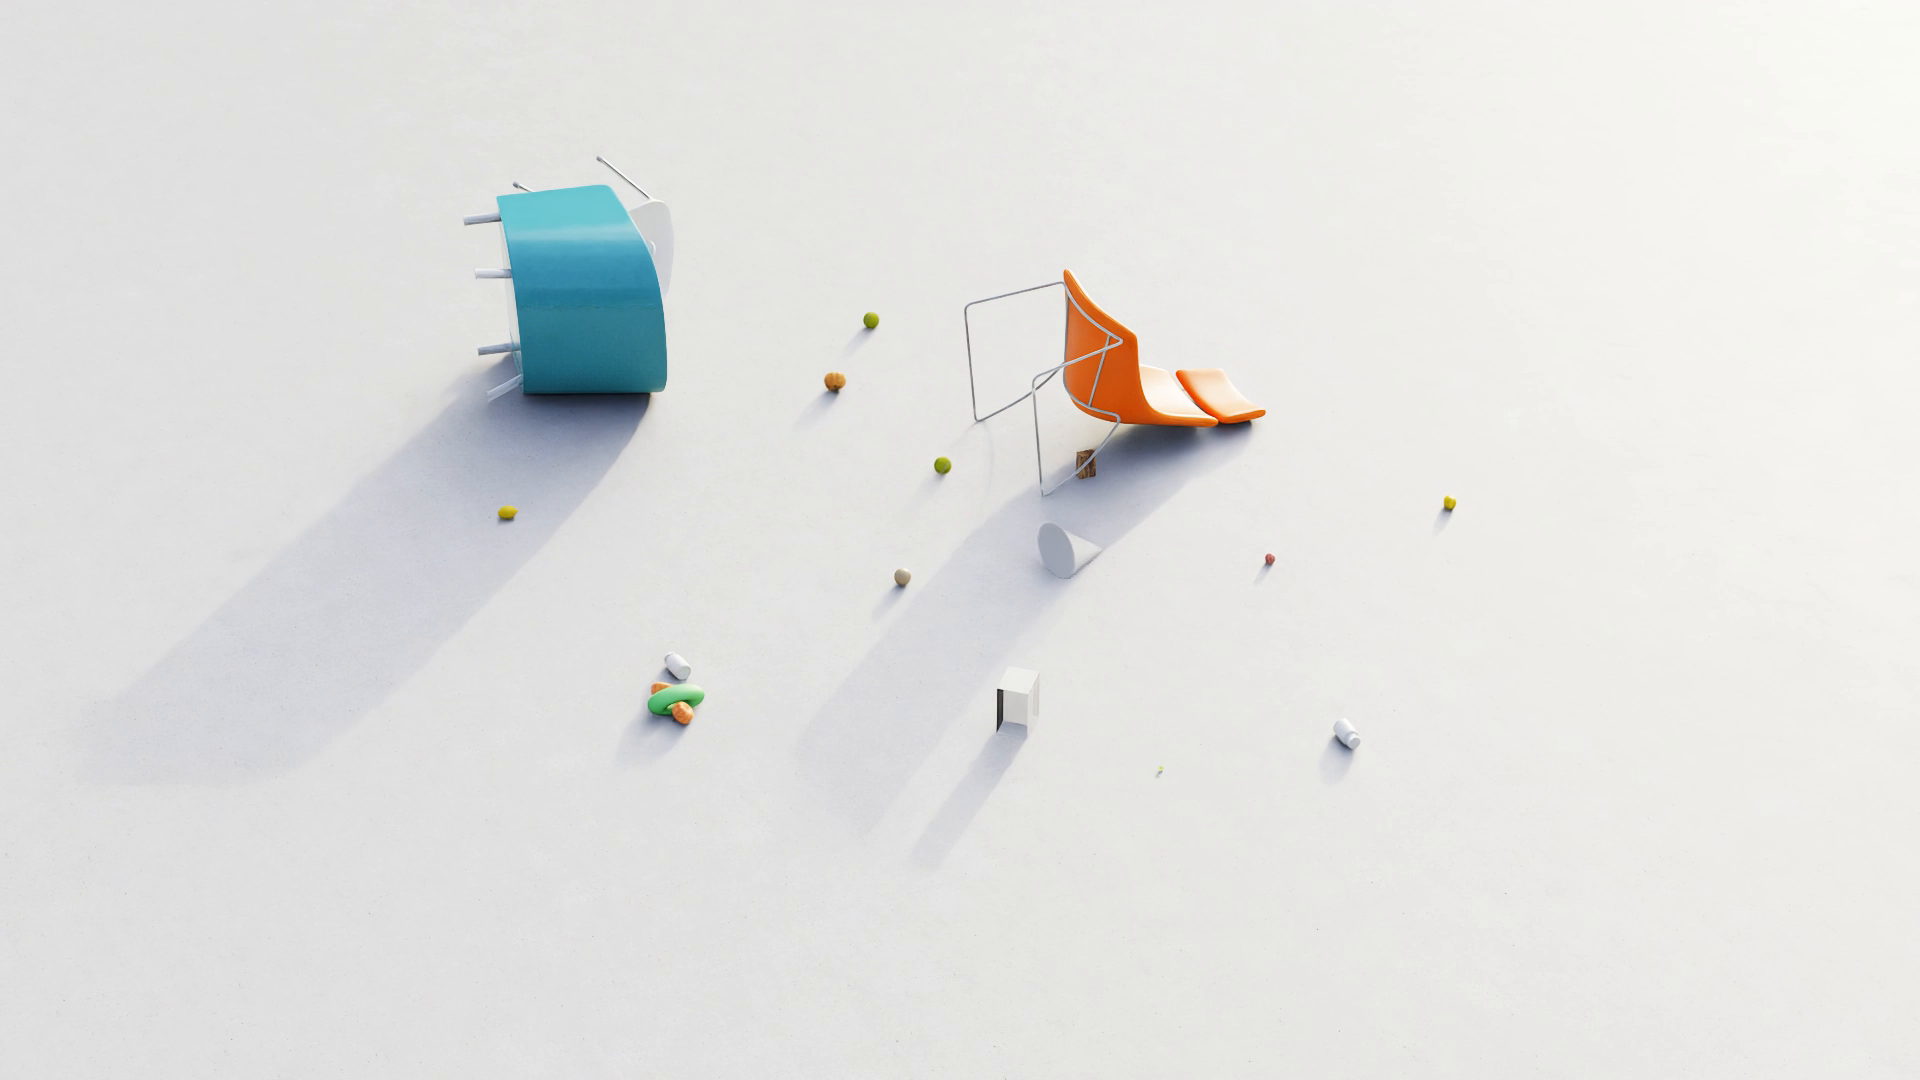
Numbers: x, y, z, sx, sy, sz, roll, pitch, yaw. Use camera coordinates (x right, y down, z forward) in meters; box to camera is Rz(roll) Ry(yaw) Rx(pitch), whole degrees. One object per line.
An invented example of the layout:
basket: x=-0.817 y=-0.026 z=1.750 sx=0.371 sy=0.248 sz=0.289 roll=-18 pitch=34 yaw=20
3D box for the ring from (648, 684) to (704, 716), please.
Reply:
ring: x=-0.971 y=0.546 z=10.035 sx=0.208 sy=0.091 sz=0.069 roll=-14 pitch=49 yaw=-24

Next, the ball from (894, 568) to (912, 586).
ball: x=-0.209 y=0.133 z=10.684 sx=0.064 sy=0.064 sz=0.064 roll=0 pitch=33 yaw=0

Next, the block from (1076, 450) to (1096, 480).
block: x=0.486 y=-0.292 z=11.295 sx=0.066 sy=0.102 sz=0.038 roll=-12 pitch=35 yaw=-18

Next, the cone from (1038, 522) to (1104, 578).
cone: x=0.443 y=0.035 z=10.819 sx=0.234 sy=0.158 sz=0.238 roll=-1 pitch=47 yaw=-40

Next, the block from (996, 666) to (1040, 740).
block: x=0.197 y=0.551 z=9.936 sx=0.109 sy=0.189 sz=0.136 roll=10 pitch=35 yaw=15
